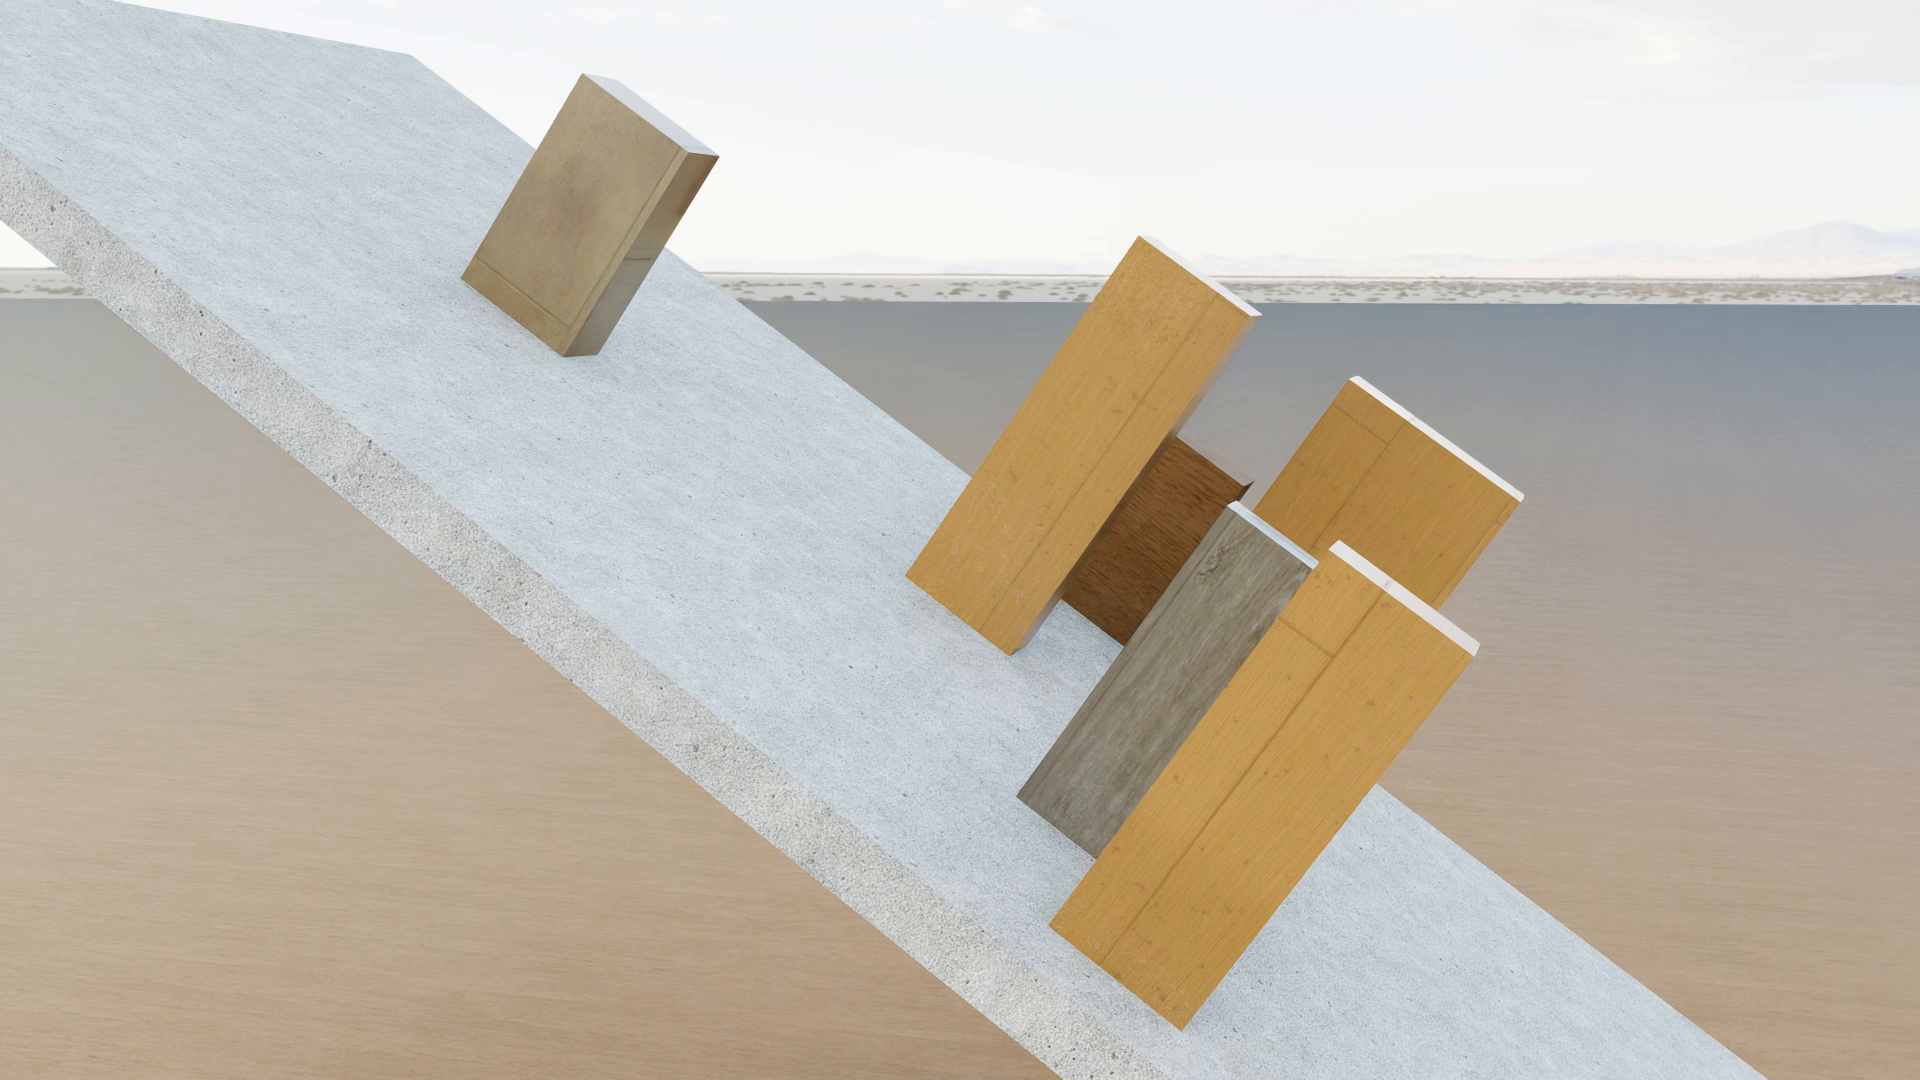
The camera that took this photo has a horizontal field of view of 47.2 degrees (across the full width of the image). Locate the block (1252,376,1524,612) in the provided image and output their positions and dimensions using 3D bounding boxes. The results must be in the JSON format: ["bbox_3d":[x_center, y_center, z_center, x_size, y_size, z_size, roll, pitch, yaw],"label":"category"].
[{"bbox_3d":[0.727,0.096,4.385,0.402,0.746,0.141,37,16,10],"label":"block"}]

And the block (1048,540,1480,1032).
[{"bbox_3d":[0.424,0.350,3.113,0.241,0.685,0.110,37,16,10],"label":"block"}]

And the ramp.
[{"bbox_3d":[-0.092,0.165,4.083,4.000,0.100,2.000,37,16,10],"label":"ramp"}]

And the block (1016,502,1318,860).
[{"bbox_3d":[0.420,0.296,3.455,0.405,0.585,0.081,37,16,10],"label":"block"}]

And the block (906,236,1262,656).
[{"bbox_3d":[0.225,-0.172,4.094,0.251,0.777,0.127,37,16,10],"label":"block"}]

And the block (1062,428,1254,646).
[{"bbox_3d":[0.329,-0.067,4.658,0.396,0.425,0.131,37,16,10],"label":"block"}]

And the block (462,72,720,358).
[{"bbox_3d":[-0.690,-0.602,4.101,0.254,0.453,0.144,37,16,10],"label":"block"}]
